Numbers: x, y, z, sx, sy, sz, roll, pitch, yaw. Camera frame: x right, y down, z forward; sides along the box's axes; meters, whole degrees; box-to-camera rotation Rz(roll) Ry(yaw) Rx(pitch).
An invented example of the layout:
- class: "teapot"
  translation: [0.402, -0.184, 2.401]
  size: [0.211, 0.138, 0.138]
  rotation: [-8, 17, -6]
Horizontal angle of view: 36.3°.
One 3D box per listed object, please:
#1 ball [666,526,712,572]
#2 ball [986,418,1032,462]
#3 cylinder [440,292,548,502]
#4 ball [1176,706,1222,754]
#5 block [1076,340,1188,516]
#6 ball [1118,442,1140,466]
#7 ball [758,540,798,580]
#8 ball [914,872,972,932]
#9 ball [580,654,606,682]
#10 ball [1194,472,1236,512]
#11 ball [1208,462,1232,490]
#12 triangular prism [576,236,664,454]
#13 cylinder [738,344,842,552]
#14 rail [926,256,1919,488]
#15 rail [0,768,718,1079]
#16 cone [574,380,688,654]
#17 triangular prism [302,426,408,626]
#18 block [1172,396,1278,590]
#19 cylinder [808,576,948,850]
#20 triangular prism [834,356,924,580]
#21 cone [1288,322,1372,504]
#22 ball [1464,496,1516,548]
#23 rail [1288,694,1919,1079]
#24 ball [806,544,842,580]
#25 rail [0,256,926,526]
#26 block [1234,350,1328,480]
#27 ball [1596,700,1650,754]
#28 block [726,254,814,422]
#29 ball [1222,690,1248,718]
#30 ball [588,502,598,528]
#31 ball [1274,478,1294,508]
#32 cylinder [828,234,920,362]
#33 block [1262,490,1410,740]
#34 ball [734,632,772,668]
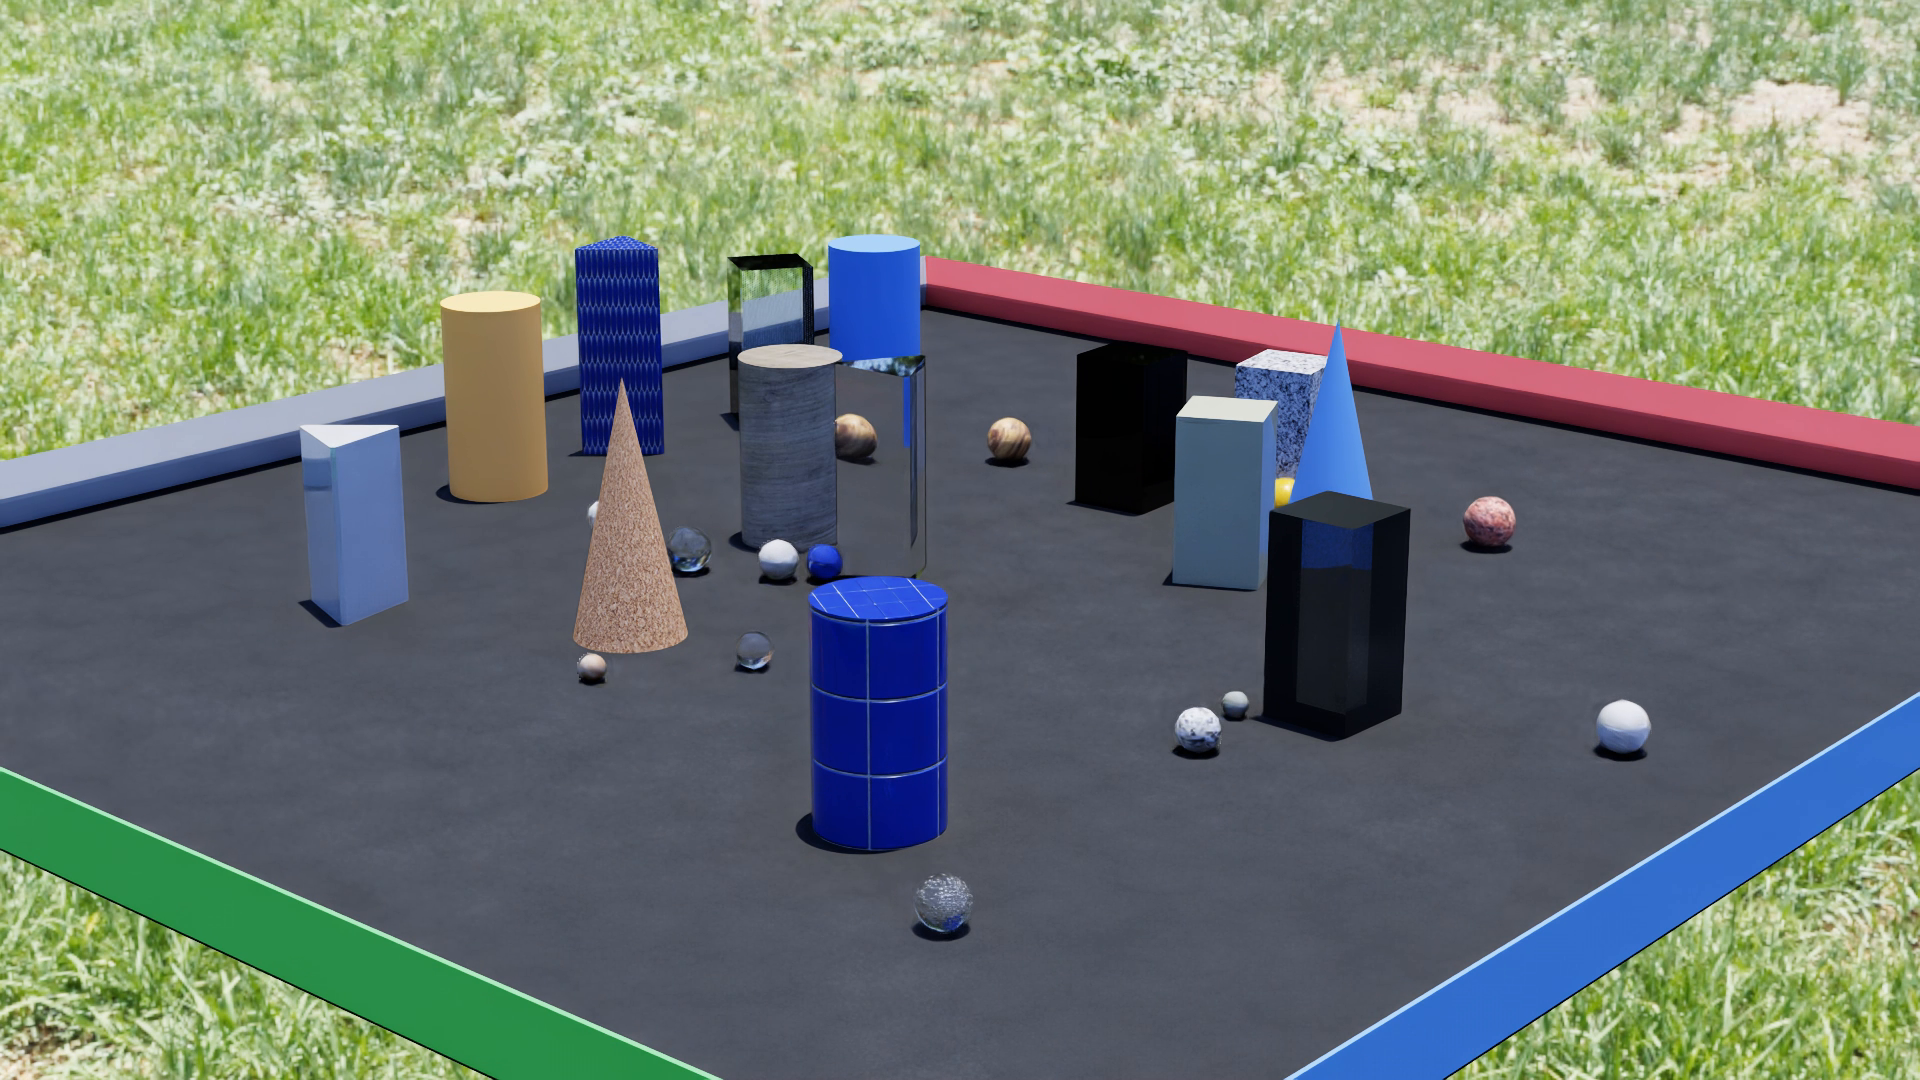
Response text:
- class: "ball"
  translation: [-0.485, 0.016, 5.247]
  size: [0.081, 0.081, 0.081]
  rotation: [0, 17, 0]
- class: "ball"
  translation: [0.100, -0.203, 5.960]
  size: [0.090, 0.090, 0.090]
  rotation: [0, 17, 0]
- class: "cylinder"
  translation: [-0.908, -0.281, 5.721]
  size: [0.191, 0.376, 0.191]
  rotation: [0, 17, 0]
- class: "ball"
  translation: [0.356, 0.284, 4.383]
  size: [0.069, 0.069, 0.069]
  rotation: [0, 17, 0]
- class: "block"
  translation: [0.330, -0.219, 5.660]
  size: [0.153, 0.293, 0.153]
  rotation: [12, 21, 35]
- class: "ball"
  translation: [0.342, -0.174, 5.935]
  size: [0.047, 0.047, 0.047]
  rotation: [0, 17, 0]
- class: "ball"
  translation: [-0.322, 0.036, 5.198]
  size: [0.072, 0.072, 0.072]
  rotation: [0, 17, 0]
- class: "ball"
  translation: [-0.022, 0.466, 3.771]
  size: [0.075, 0.075, 0.075]
  rotation: [0, 17, 0]
- class: "ball"
  translation: [-0.587, 0.204, 4.691]
  size: [0.044, 0.044, 0.044]
  rotation: [0, 17, 0]
- class: "ball"
  translation: [0.488, -0.092, 5.612]
  size: [0.078, 0.078, 0.078]
  rotation: [0, 17, 0]
- class: "ball"
  translation: [0.514, -0.127, 5.769]
  size: [0.053, 0.053, 0.053]
  rotation: [0, 17, 0]
- class: "triangular prism"
  translation: [-0.693, -0.402, 6.037]
  size: [0.166, 0.427, 0.144]
  rotation: [0, 17, 0]
- class: "cylinder"
  translation: [-0.310, -0.170, 5.408]
  size: [0.191, 0.346, 0.191]
  rotation: [0, 17, 0]
- class: "rail"
  translation: [1.125, -0.343, 6.361]
  size: [3.253, 0.124, 0.045]
  rotation: [14, 22, 39]
- class: "rail"
  translation: [-1.125, 0.406, 3.880]
  size: [3.253, 0.124, 0.045]
  rotation: [14, 22, 39]
- class: "cone"
  translation: [-0.552, -0.054, 4.852]
  size: [0.191, 0.445, 0.191]
  rotation: [0, 17, 0]
- class: "triangular prism"
  translation: [-1.063, -0.036, 5.020]
  size: [0.144, 0.312, 0.166]
  rotation: [10, 19, 29]
- class: "block"
  translation: [0.470, -0.085, 5.197]
  size: [0.153, 0.305, 0.153]
  rotation: [5, 17, 15]
- class: "cylinder"
  translation: [-0.112, 0.239, 4.072]
  size: [0.191, 0.335, 0.191]
  rotation: [0, 17, 0]
- class: "triangular prism"
  translation: [-0.110, -0.124, 5.181]
  size: [0.166, 0.389, 0.144]
  rotation: [13, 21, 37]
- class: "cone"
  translation: [0.682, -0.195, 5.349]
  size: [0.191, 0.428, 0.191]
  rotation: [0, 17, 0]
- class: "ball"
  translation: [0.973, -0.033, 5.389]
  size: [0.094, 0.094, 0.094]
  rotation: [0, 17, 0]
- class: "rail"
  translation: [1.210, 0.335, 4.114]
  size: [0.045, 0.124, 3.479]
  rotation: [14, 22, 39]
- class: "ball"
  translation: [-0.240, 0.040, 5.197]
  size: [0.065, 0.065, 0.065]
  rotation: [0, 17, 0]
- class: "rail"
  translation: [-1.210, -0.273, 6.126]
  size: [0.045, 0.124, 3.479]
  rotation: [14, 22, 39]
- class: "block"
  translation: [0.627, -0.205, 5.631]
  size: [0.153, 0.283, 0.153]
  rotation: [9, 19, 28]
- class: "ball"
  translation: [0.991, 0.279, 4.381]
  size: [0.079, 0.079, 0.079]
  rotation: [0, 17, 0]
- class: "block"
  translation: [-0.403, -0.425, 6.259]
  size: [0.153, 0.342, 0.153]
  rotation: [-5, 17, -15]
- class: "ball"
  translation: [0.425, 0.253, 4.531]
  size: [0.042, 0.042, 0.042]
  rotation: [0, 17, 0]
- class: "ball"
  translation: [-0.664, -0.044, 5.479]
  size: [0.063, 0.063, 0.063]
  rotation: [0, 17, 0]
- class: "ball"
  translation: [0.611, -0.069, 5.506]
  size: [0.096, 0.096, 0.096]
  rotation: [0, 17, 0]
- class: "cylinder"
  translation: [-0.178, -0.425, 6.155]
  size: [0.191, 0.401, 0.191]
  rotation: [0, 17, 0]
- class: "block"
  translation: [0.577, 0.112, 4.498]
  size: [0.153, 0.331, 0.153]
  rotation: [15, 22, 40]
- class: "ball"
  translation: [-0.334, 0.178, 4.746]
  size: [0.061, 0.061, 0.061]
  rotation: [0, 17, 0]
